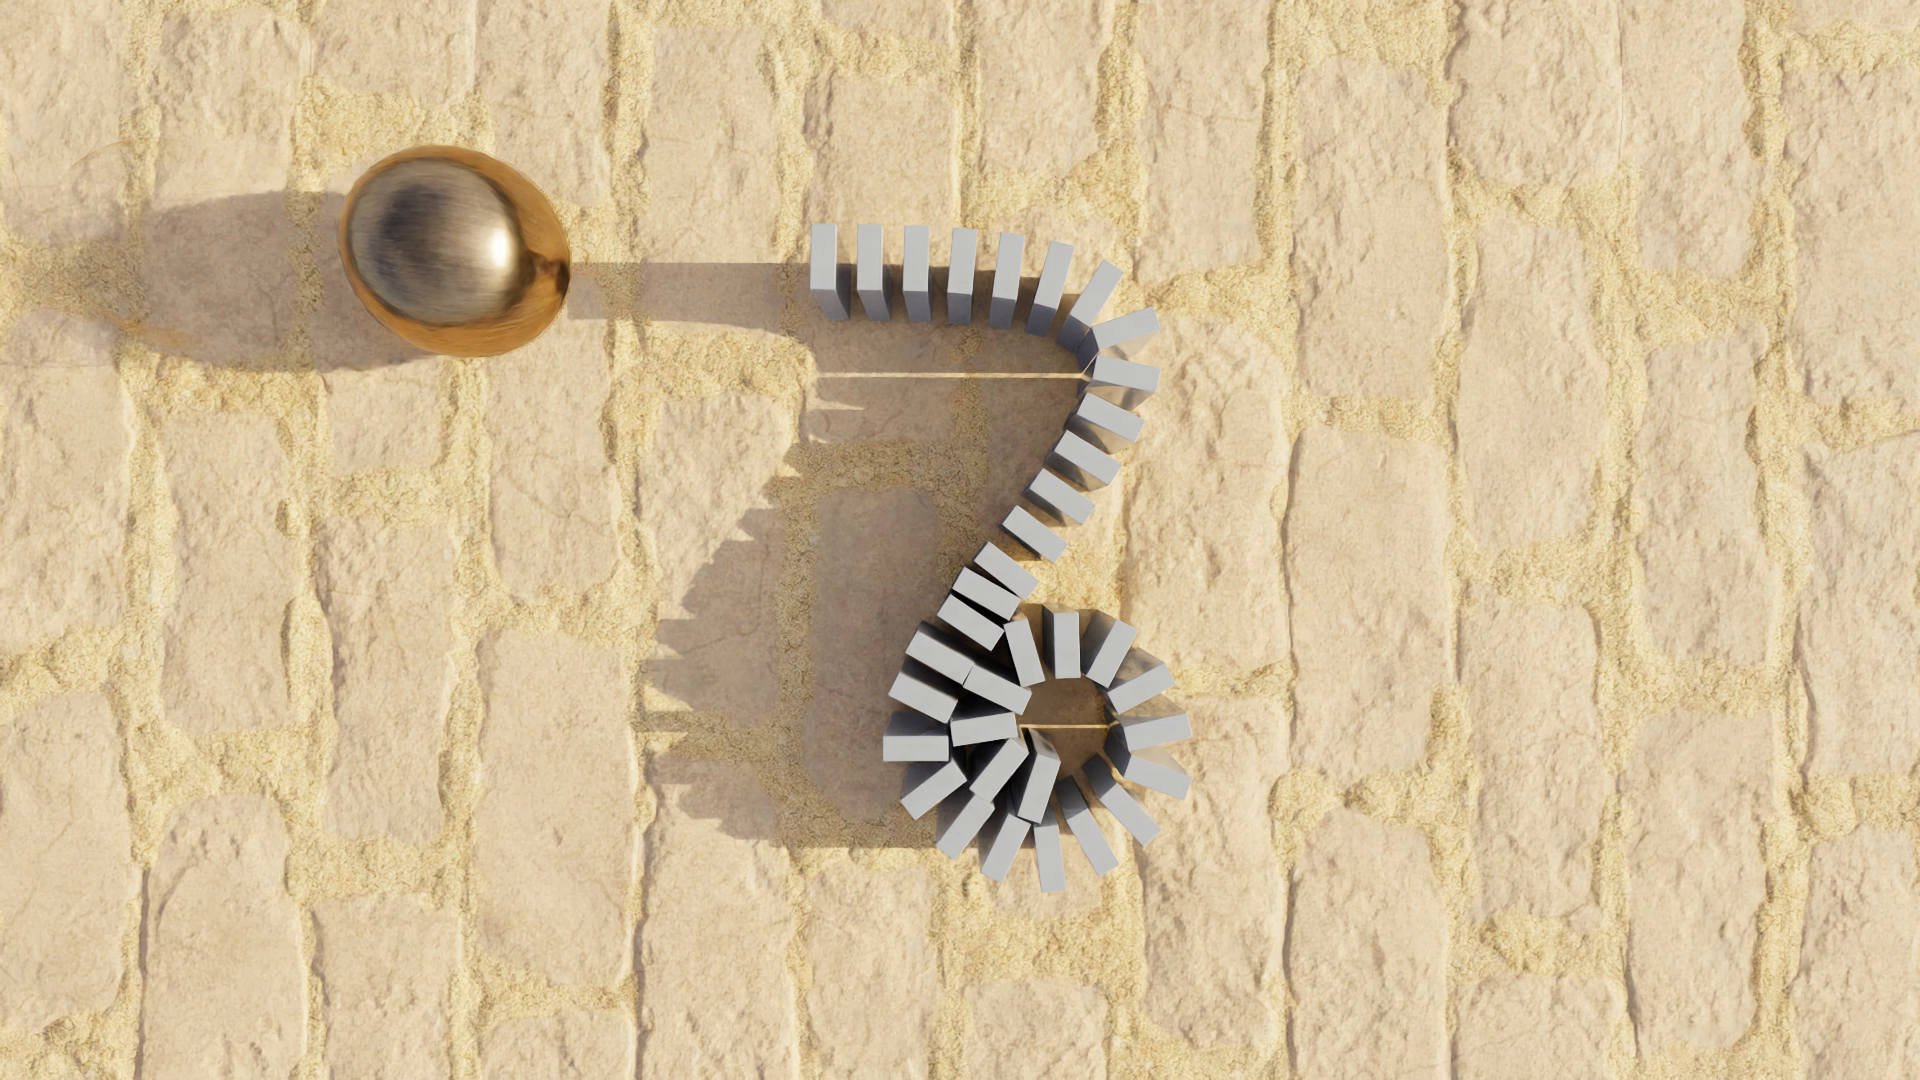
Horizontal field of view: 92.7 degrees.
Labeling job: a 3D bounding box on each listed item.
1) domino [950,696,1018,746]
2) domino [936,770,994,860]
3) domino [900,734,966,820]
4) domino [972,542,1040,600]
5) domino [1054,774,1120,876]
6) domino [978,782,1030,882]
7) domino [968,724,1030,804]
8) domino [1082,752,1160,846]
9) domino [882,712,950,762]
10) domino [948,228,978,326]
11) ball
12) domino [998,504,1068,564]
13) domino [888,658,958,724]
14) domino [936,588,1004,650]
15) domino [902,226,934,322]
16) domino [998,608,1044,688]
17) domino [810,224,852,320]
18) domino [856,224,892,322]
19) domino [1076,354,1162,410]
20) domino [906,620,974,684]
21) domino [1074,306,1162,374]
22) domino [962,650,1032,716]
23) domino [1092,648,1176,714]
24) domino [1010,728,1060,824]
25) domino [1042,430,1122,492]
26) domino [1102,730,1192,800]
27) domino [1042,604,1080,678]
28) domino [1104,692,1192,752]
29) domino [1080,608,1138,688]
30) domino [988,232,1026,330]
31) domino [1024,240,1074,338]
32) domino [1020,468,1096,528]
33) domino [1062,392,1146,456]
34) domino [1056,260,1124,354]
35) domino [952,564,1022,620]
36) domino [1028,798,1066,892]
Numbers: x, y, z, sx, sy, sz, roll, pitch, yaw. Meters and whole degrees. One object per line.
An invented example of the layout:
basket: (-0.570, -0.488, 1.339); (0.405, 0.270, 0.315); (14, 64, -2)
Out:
domino: (0.009, 0.072, 0.375); (0.025, 0.050, 0.010); (-9, 90, 0)
domino: (0.002, 0.110, 0.375); (0.009, 0.050, 0.025); (38, 90, 0)
domino: (-0.010, 0.096, 0.375); (0.025, 0.050, 0.009); (-37, 90, 0)
domino: (0.018, 0.012, 0.375); (0.025, 0.050, 0.009); (38, 90, 0)
domino: (0.051, 0.116, 0.375); (0.010, 0.050, 0.025); (-30, 90, 0)
domino: (0.017, 0.118, 0.375); (0.010, 0.050, 0.025); (26, 90, 0)
domino: (0.015, 0.088, 0.375); (0.010, 0.050, 0.025); (39, 90, 0)
domino: (0.065, 0.105, 0.375); (0.009, 0.050, 0.025); (-43, 90, 0)
domino: (-0.017, 0.080, 0.375); (0.025, 0.050, 0.010); (0, 90, 0)
domino: (0.001, -0.107, 0.375); (0.009, 0.050, 0.025); (5, 90, 0)
ball: (-0.196, -0.112, 0.360); (0.080, 0.080, 0.080); (0, 90, 0)
domino: (0.029, -0.002, 0.375); (0.025, 0.050, 0.009); (37, 90, 0)
domino: (-0.014, 0.061, 0.375); (0.025, 0.050, 0.010); (27, 90, 0)
domino: (0.004, 0.032, 0.375); (0.025, 0.050, 0.010); (34, 90, 0)
domino: (-0.017, -0.108, 0.375); (0.009, 0.050, 0.025); (2, 90, 0)
domino: (0.024, 0.043, 0.375); (0.010, 0.050, 0.025); (-16, 90, 0)
domino: (-0.052, -0.108, 0.375); (0.009, 0.050, 0.025); (1, 90, 0)
domino: (-0.035, -0.108, 0.375); (0.010, 0.050, 0.025); (1, 90, 0)
domino: (0.064, -0.064, 0.375); (0.025, 0.050, 0.010); (12, 90, 0)
domino: (-0.008, 0.045, 0.375); (0.025, 0.050, 0.010); (29, 90, 0)
domino: (0.064, -0.081, 0.375); (0.025, 0.050, 0.009); (-18, 90, 0)
domino: (0.014, 0.057, 0.375); (0.025, 0.050, 0.009); (26, 90, 0)
domino: (0.069, 0.057, 0.375); (0.025, 0.050, 0.010); (-28, 90, 0)
domino: (0.030, 0.095, 0.375); (0.010, 0.050, 0.025); (18, 90, 0)
domino: (0.049, -0.031, 0.375); (0.025, 0.050, 0.009); (32, 90, 0)
domino: (0.076, 0.091, 0.375); (0.025, 0.050, 0.010); (20, 90, 0)
domino: (0.041, 0.040, 0.375); (0.009, 0.050, 0.025); (-2, 90, 0)
domino: (0.076, 0.073, 0.375); (0.025, 0.050, 0.009); (-13, 90, 0)
domino: (0.058, 0.043, 0.375); (0.010, 0.050, 0.025); (28, 90, 0)
domino: (0.019, -0.105, 0.375); (0.010, 0.050, 0.025); (8, 90, 0)
domino: (0.036, -0.101, 0.375); (0.010, 0.050, 0.025); (16, 90, 0)
domino: (0.039, -0.017, 0.375); (0.025, 0.050, 0.010); (35, 90, 0)
domino: (0.058, -0.047, 0.375); (0.025, 0.050, 0.009); (26, 90, 0)
domino: (0.052, -0.094, 0.375); (0.010, 0.050, 0.025); (33, 90, 0)
domino: (0.010, 0.021, 0.375); (0.025, 0.050, 0.009); (29, 90, 0)
domino: (0.034, 0.122, 0.375); (0.010, 0.050, 0.025); (-7, 90, 0)
